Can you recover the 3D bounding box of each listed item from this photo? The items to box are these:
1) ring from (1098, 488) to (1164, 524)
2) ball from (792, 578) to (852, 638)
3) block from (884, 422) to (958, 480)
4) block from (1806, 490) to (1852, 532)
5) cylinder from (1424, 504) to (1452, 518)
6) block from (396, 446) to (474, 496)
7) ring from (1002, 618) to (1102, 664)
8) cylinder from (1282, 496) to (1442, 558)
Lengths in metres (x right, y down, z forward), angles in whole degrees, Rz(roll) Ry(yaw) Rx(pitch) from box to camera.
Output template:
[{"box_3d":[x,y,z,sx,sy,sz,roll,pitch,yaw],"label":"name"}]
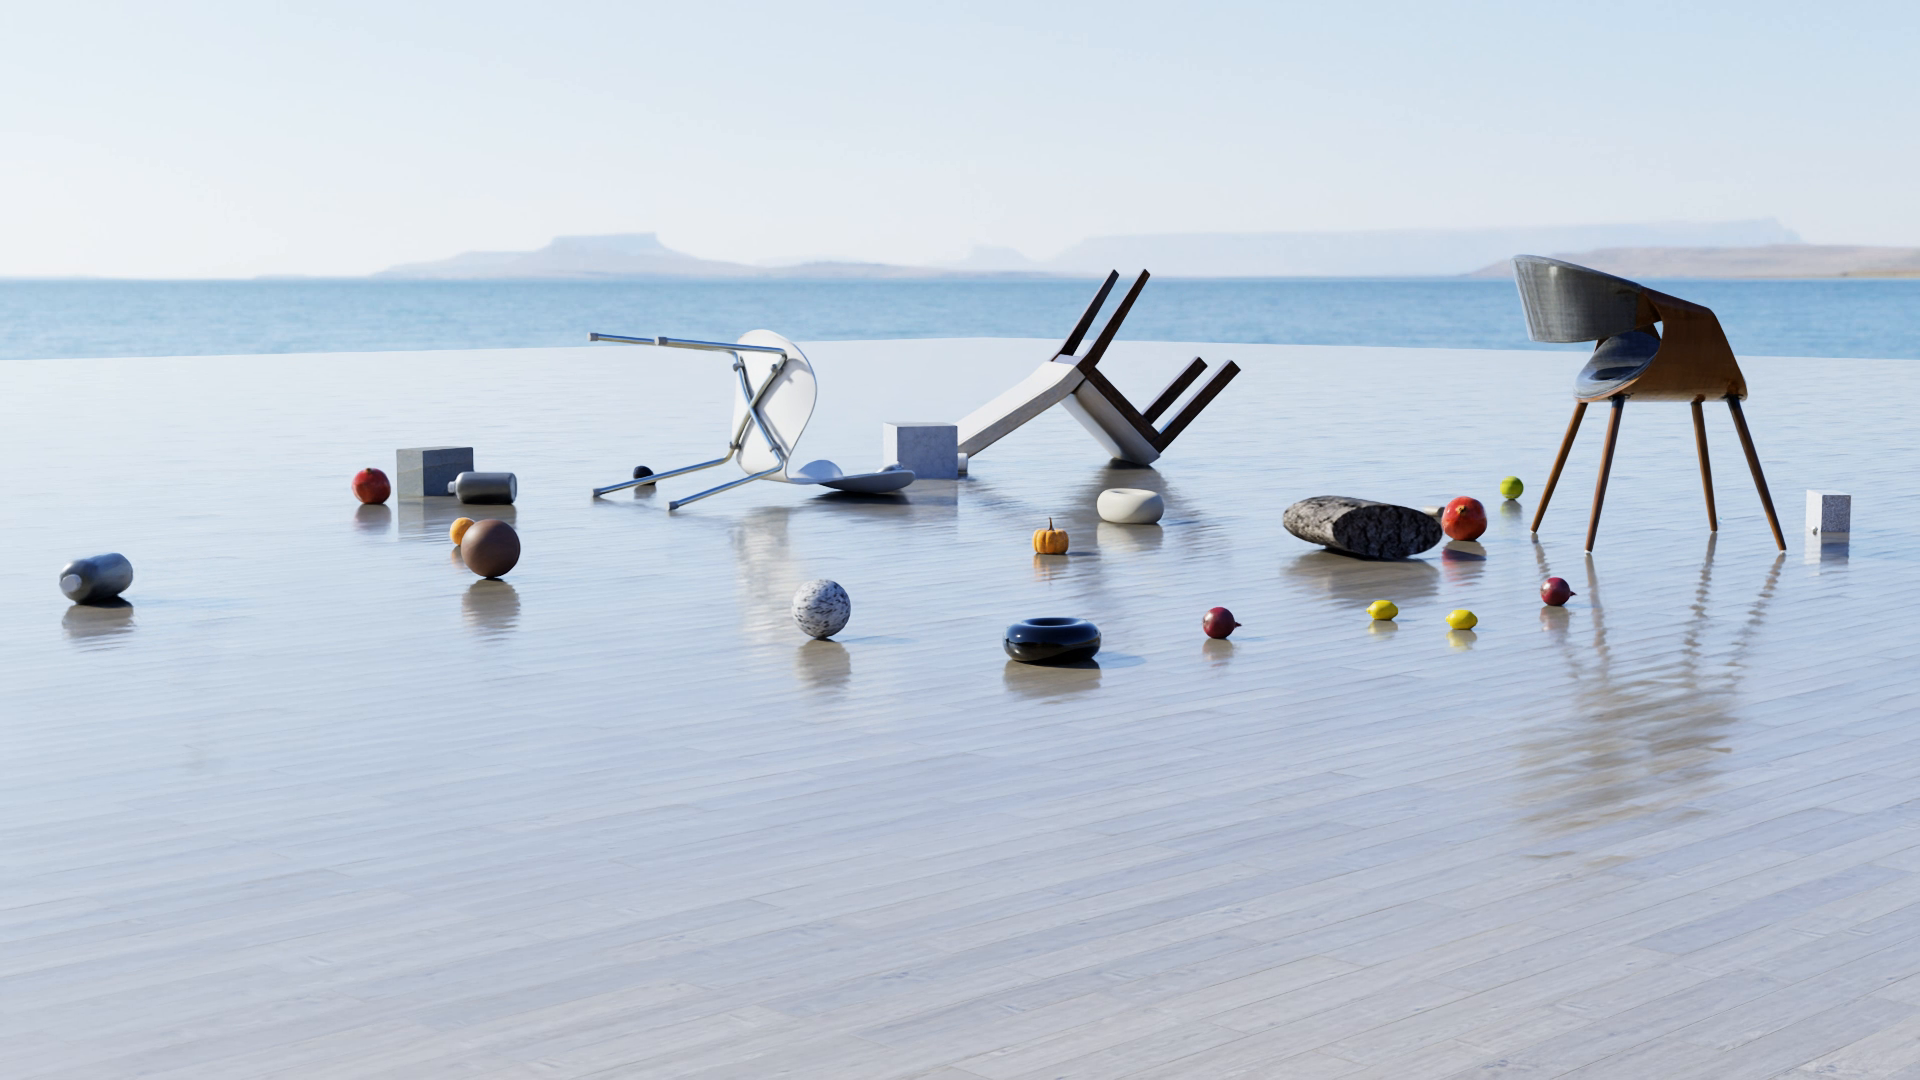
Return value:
[{"box_3d":[0.459,-0.090,6.901,0.154,0.081,0.232,-4,8,-28],"label":"ring"},{"box_3d":[-0.253,0.124,4.676,0.108,0.108,0.108,0,6,0],"label":"ball"},{"box_3d":[-0.131,-0.296,8.456,0.203,0.171,0.227,-1,6,-13],"label":"block"},{"box_3d":[2.264,-0.077,6.689,0.073,0.096,0.156,0,6,5],"label":"block"},{"box_3d":[1.311,-0.080,7.040,0.055,0.030,0.056,-2,6,-30],"label":"cylinder"},{"box_3d":[-1.598,-0.212,7.814,0.114,0.135,0.209,4,7,35],"label":"block"},{"box_3d":[0.159,0.173,4.429,0.173,0.064,0.208,0,5,12],"label":"ring"},{"box_3d":[0.957,-0.033,6.122,0.289,0.124,0.269,2,5,-19],"label":"cylinder"}]
